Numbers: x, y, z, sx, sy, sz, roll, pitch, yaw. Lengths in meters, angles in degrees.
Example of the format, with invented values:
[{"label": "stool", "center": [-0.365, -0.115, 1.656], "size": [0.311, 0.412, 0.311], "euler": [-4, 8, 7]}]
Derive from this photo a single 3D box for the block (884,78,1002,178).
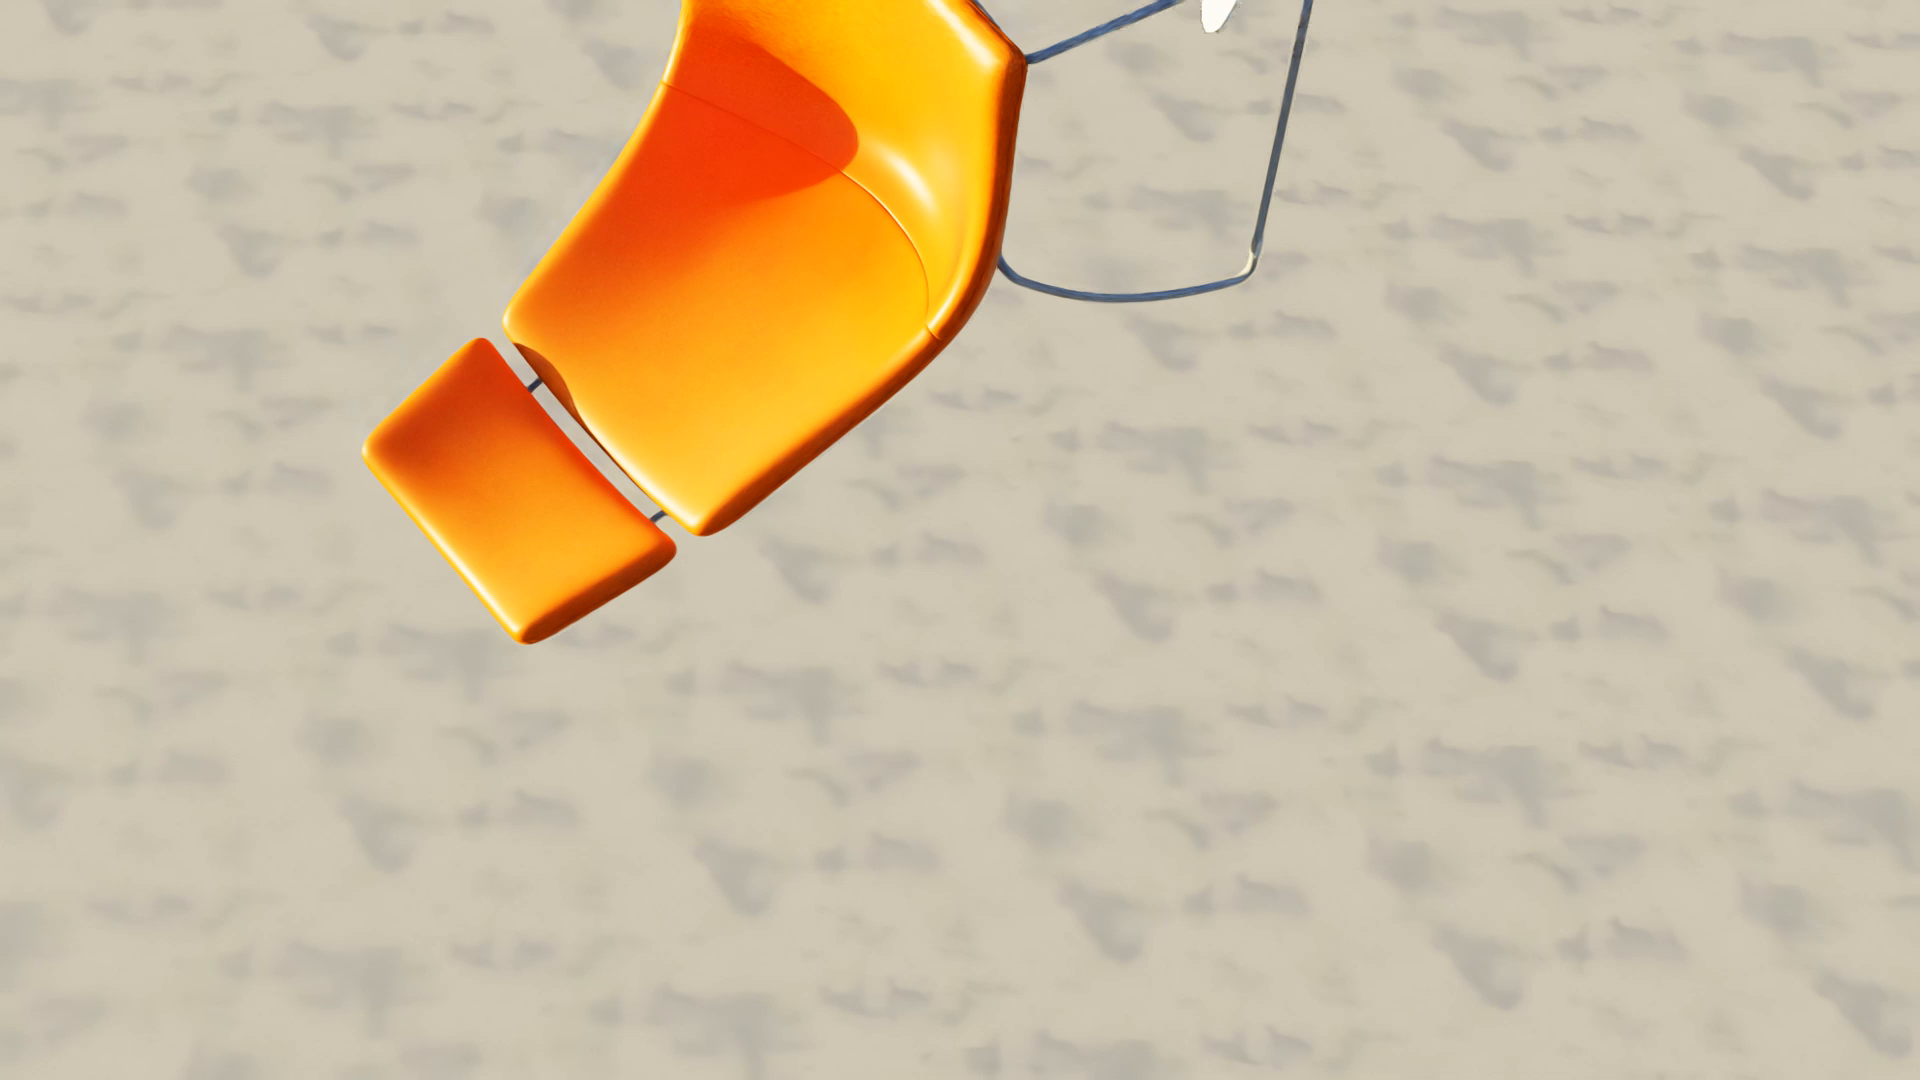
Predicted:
[{"label": "block", "center": [-0.025, -0.667, 3.571], "size": [0.125, 0.194, 0.085], "euler": [-3, 78, 21]}]
